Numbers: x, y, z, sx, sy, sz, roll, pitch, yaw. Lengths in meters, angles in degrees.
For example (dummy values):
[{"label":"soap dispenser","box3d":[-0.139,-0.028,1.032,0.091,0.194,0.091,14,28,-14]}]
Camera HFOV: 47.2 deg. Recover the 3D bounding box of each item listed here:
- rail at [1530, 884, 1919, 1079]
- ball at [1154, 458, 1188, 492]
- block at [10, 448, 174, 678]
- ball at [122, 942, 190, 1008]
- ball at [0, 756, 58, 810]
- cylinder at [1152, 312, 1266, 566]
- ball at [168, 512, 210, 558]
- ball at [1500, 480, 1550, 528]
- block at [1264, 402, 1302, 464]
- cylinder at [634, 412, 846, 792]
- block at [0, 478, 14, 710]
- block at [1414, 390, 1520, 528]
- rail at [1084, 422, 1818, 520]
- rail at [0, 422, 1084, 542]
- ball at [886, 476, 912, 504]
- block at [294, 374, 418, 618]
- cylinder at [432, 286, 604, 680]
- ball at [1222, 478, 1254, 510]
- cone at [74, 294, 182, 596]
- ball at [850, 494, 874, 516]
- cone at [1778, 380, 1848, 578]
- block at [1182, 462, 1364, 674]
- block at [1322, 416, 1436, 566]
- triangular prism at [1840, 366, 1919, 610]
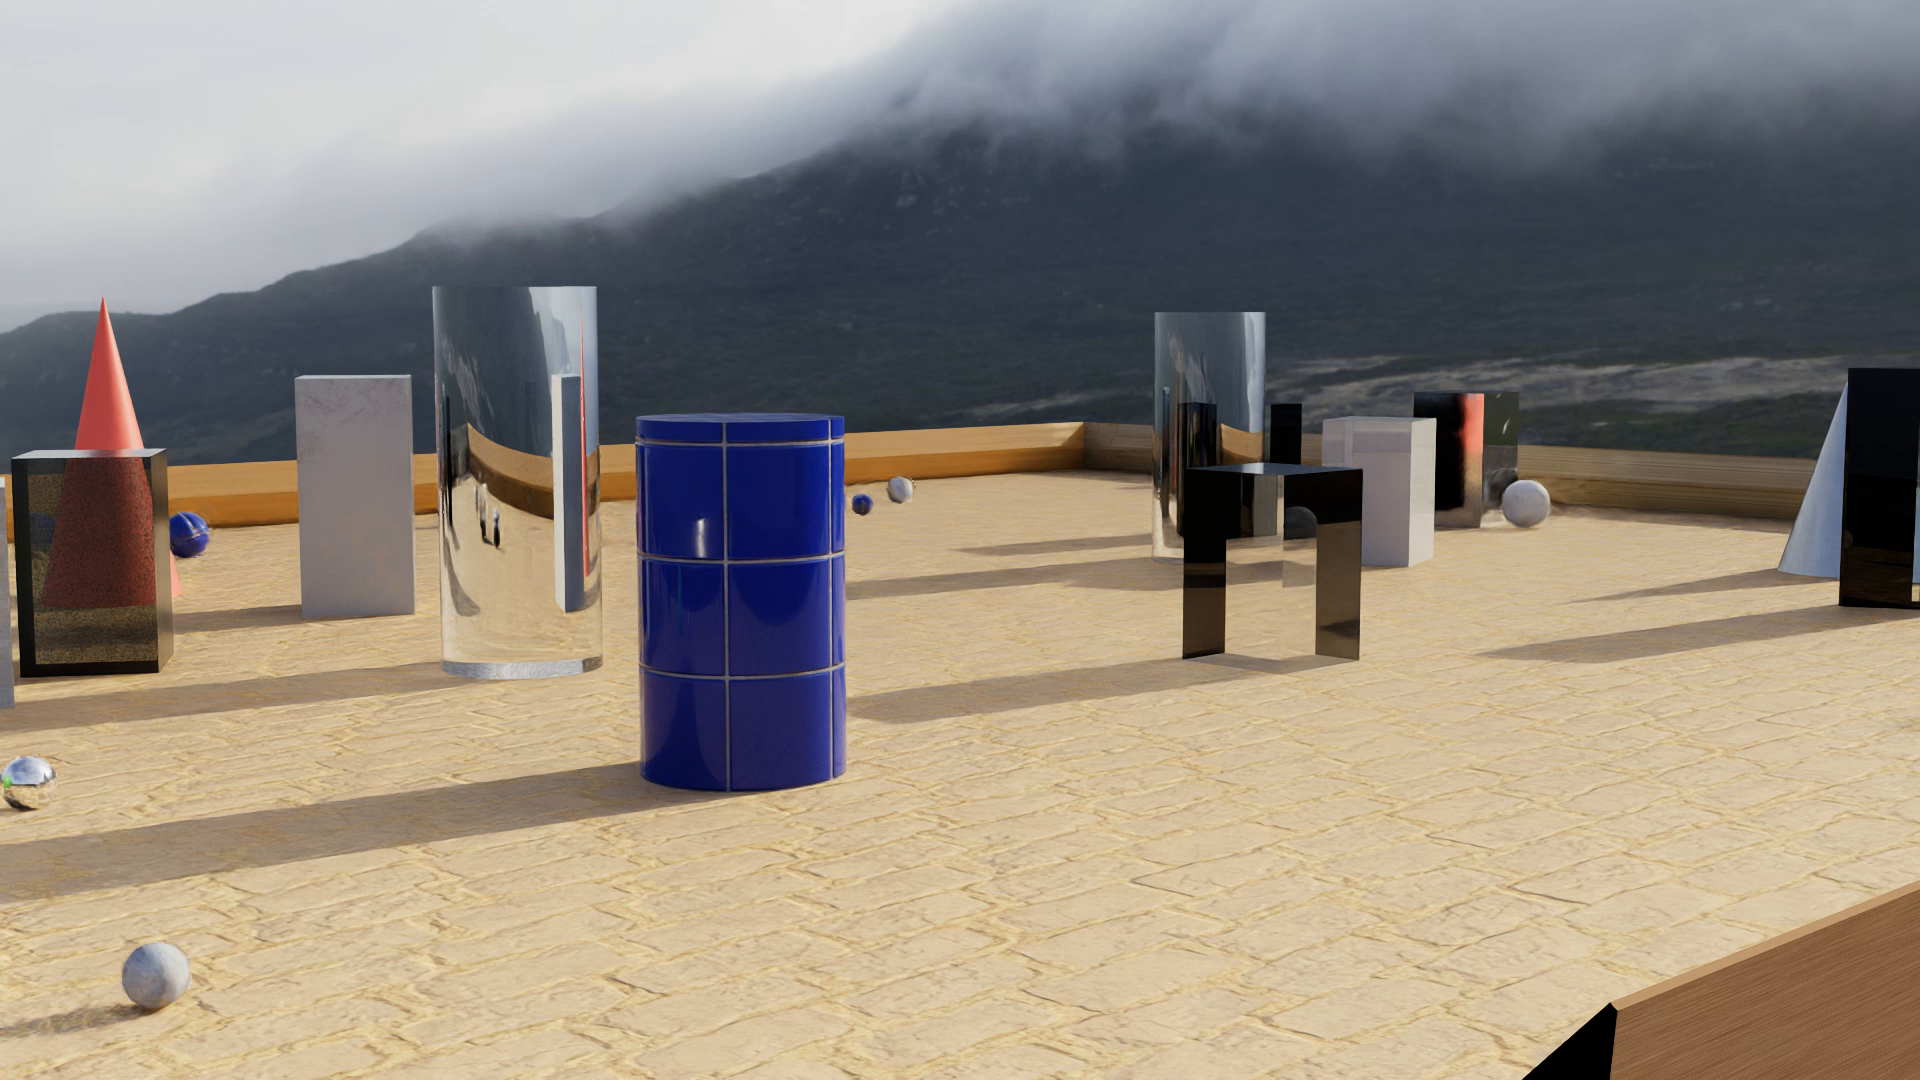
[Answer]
[{"label":"rail","box3d":[1.287,0.178,1.945,4.500,0.130,0.045,-5,8,-42]},{"label":"ball","box3d":[0.518,-0.158,5.404,0.084,0.084,0.084,0,6,0]},{"label":"block","box3d":[-1.085,0.025,2.760,0.160,0.268,0.160,-1,6,-13]},{"label":"ball","box3d":[-0.516,0.279,1.410,0.042,0.042,0.042,0,6,0]},{"label":"ball","box3d":[-0.834,0.217,1.968,0.049,0.049,0.049,0,6,0]},{"label":"cylinder","box3d":[0.443,-0.184,3.923,0.199,0.442,0.199,0,6,0]},{"label":"ball","box3d":[-1.398,-0.009,3.971,0.084,0.084,0.084,0,6,0]},{"label":"ball","box3d":[1.163,-0.074,4.520,0.100,0.100,0.100,0,6,0]},{"label":"block","box3d":[0.574,-0.146,4.439,0.160,0.260,0.160,-4,7,-37]},{"label":"cylinder","box3d":[-0.210,0.053,2.120,0.199,0.343,0.199,0,6,0]},{"label":"block","box3d":[-1.168,0.061,2.501,0.160,0.249,0.160,-3,6,-23]},{"label":"block","box3d":[1.060,-0.173,4.617,0.160,0.276,0.160,5,8,40]},{"label":"rail","box3d":[1.636,-0.123,4.833,0.045,0.130,3.842,-5,8,-42]},{"label":"rail","box3d":[-1.287,-0.111,4.719,4.500,0.130,0.045,-5,8,-42]},{"label":"ball","box3d":[-0.140,-0.116,5.112,0.061,0.061,0.061,0,6,0]},{"label":"block","box3d":[-0.899,-0.070,3.281,0.160,0.348,0.160,-1,6,-12]},{"label":"cylinder","box3d":[-0.549,-0.077,2.743,0.199,0.474,0.199,0,6,0]},{"label":"ball","box3d":[0.622,-0.102,4.929,0.071,0.071,0.071,0,6,0]},{"label":"cone","box3d":[-1.328,-0.147,3.433,0.199,0.470,0.199,0,6,0]},{"label":"ball","box3d":[-0.214,-0.078,4.805,0.049,0.049,0.049,0,6,0]},{"label":"cone","box3d":[1.509,-0.109,3.758,0.199,0.326,0.199,0,6,0]},{"label":"block","box3d":[0.398,0.032,2.801,0.160,0.246,0.160,-6,8,-43]},{"label":"block","box3d":[0.749,-0.090,3.932,0.160,0.253,0.160,3,7,27]},{"label":"triangular prism","box3d":[1.439,-0.083,3.352,0.173,0.360,0.150,2,6,20]}]
